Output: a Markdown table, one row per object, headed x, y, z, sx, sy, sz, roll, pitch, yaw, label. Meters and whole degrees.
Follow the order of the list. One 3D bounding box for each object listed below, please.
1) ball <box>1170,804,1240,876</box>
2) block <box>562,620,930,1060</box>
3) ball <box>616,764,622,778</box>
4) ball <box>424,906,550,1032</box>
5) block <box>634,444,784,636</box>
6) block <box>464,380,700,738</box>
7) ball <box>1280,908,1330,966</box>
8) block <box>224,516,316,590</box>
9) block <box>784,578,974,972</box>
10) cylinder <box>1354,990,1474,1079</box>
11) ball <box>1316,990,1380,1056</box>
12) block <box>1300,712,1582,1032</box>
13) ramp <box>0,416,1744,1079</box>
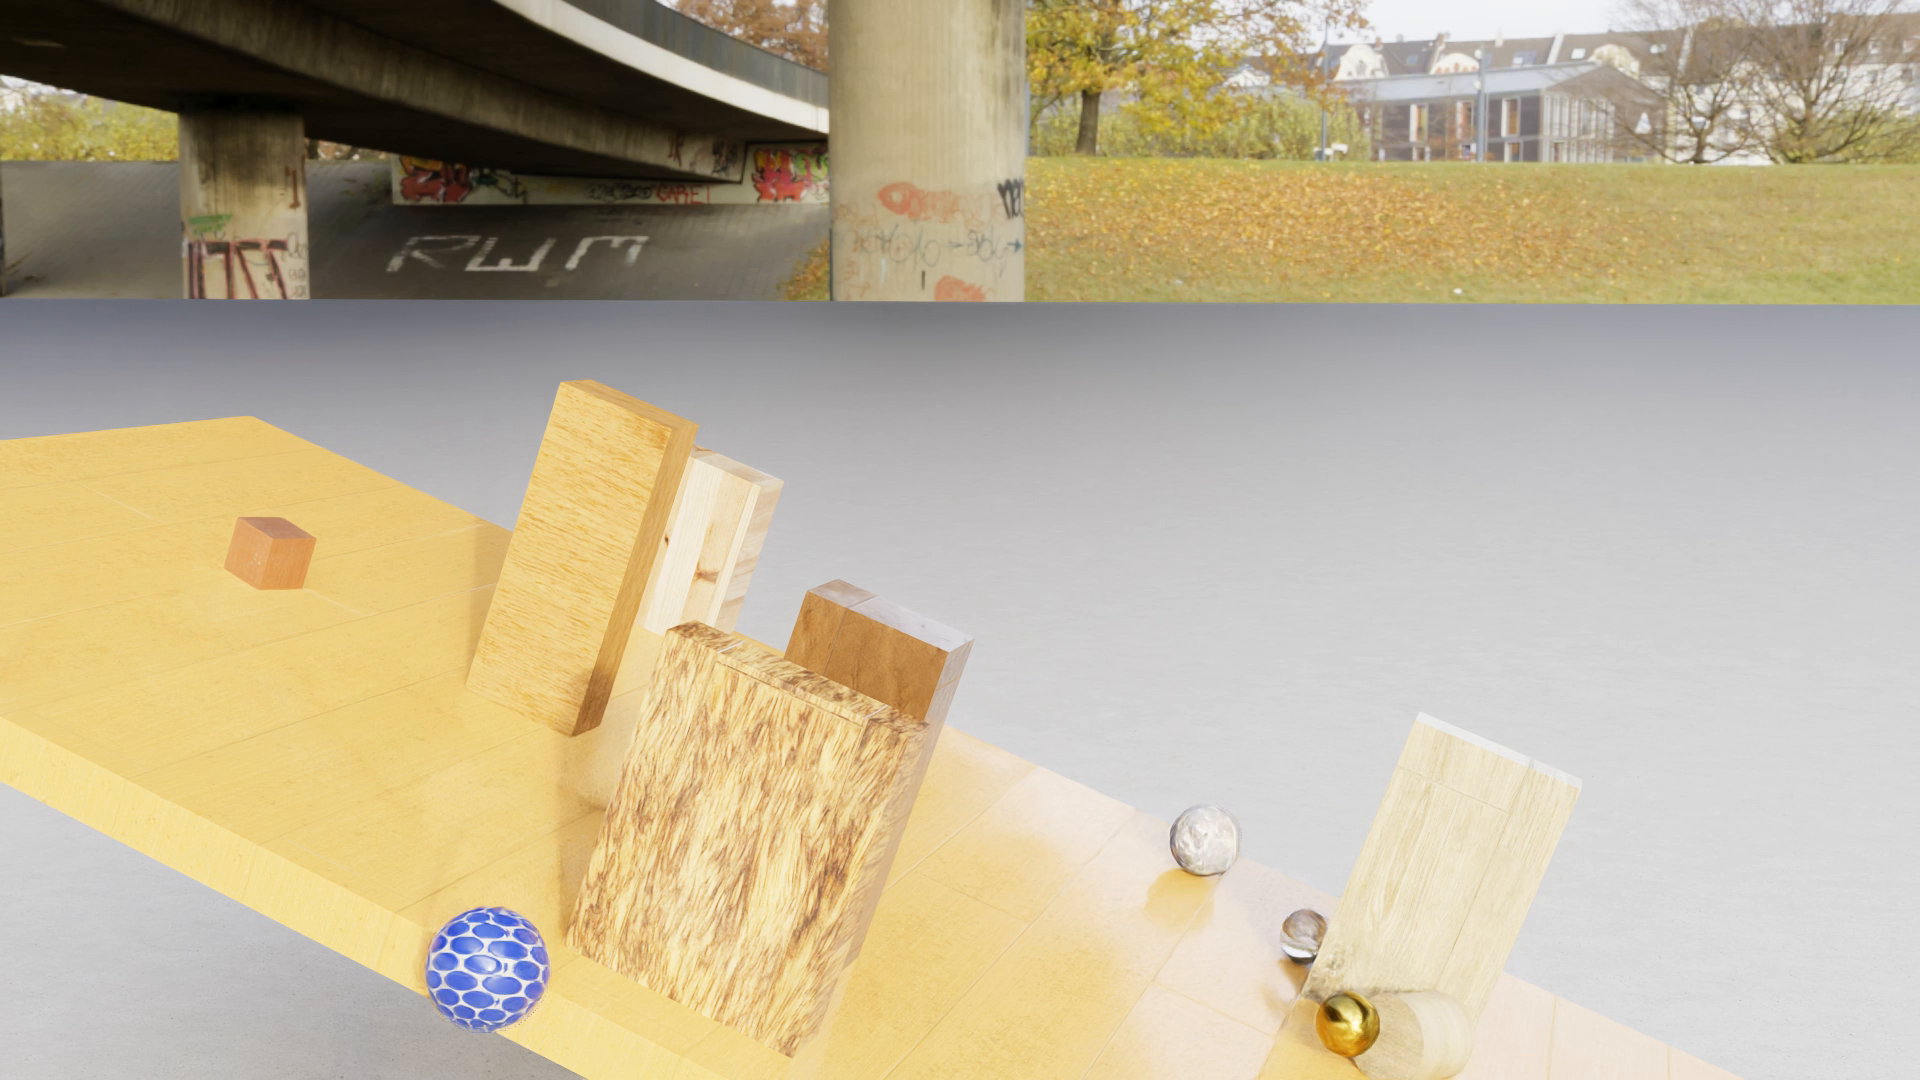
| x | y | z | sx | sy | sz | roll | pitch | yaw | label |
| --- | --- | --- | --- | --- | --- | --- | --- | --- | --- |
| 0.528 | 0.647 | 4.736 | 0.154 | 0.154 | 0.154 | 0 | 7 | 0 | ball |
| -0.330 | 0.451 | 3.344 | 0.408 | 0.537 | 0.101 | 23 | 13 | 13 | block |
| -0.525 | 0.438 | 3.936 | 0.180 | 0.180 | 0.180 | 0 | 7 | 0 | ball |
| -0.676 | 0.612 | 3.144 | 0.175 | 0.175 | 0.175 | 0 | 7 | 0 | ball |
| -0.657 | -0.005 | 5.085 | 0.363 | 0.416 | 0.141 | 23 | 13 | 13 | block |
| -0.735 | 0.035 | 4.262 | 0.243 | 0.642 | 0.126 | 23 | 13 | 13 | block |
| 0.701 | 0.801 | 4.437 | 0.113 | 0.113 | 0.113 | 0 | 7 | 0 | ball |
| -1.408 | 0.027 | 4.488 | 0.113 | 0.113 | 0.113 | 27 | 14 | 29 | block |
| -0.209 | 0.395 | 3.636 | 0.255 | 0.596 | 0.146 | 23 | 13 | 13 | block |
| 0.829 | 0.913 | 4.036 | 0.162 | 0.162 | 0.162 | 8 | 0 | -43 | cylinder |
| 0.701 | 0.874 | 3.974 | 0.116 | 0.116 | 0.116 | 0 | 7 | 0 | ball |
| 0.919 | 0.669 | 4.214 | 0.325 | 0.595 | 0.086 | 23 | 13 | 13 | block |
| -0.329 | 0.598 | 4.208 | 4.000 | 0.100 | 2.000 | 23 | 13 | 13 | ramp |
